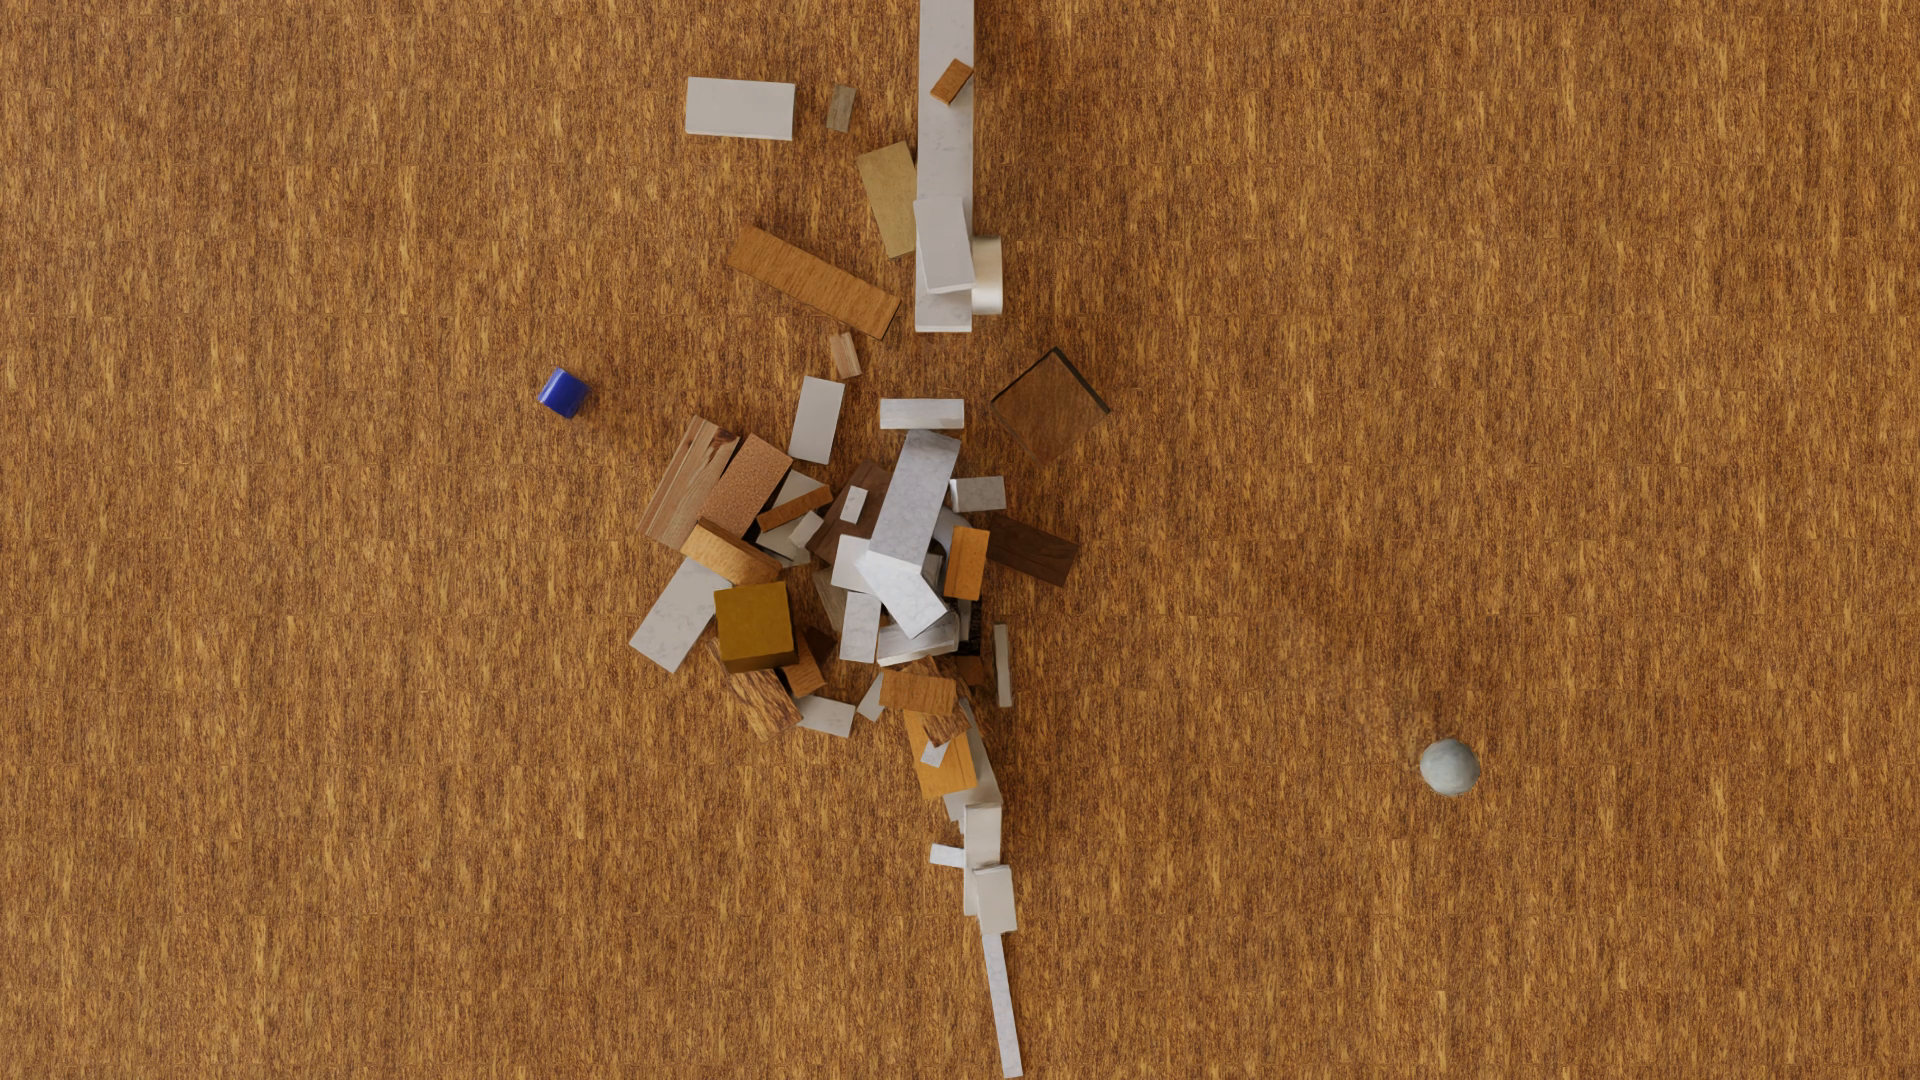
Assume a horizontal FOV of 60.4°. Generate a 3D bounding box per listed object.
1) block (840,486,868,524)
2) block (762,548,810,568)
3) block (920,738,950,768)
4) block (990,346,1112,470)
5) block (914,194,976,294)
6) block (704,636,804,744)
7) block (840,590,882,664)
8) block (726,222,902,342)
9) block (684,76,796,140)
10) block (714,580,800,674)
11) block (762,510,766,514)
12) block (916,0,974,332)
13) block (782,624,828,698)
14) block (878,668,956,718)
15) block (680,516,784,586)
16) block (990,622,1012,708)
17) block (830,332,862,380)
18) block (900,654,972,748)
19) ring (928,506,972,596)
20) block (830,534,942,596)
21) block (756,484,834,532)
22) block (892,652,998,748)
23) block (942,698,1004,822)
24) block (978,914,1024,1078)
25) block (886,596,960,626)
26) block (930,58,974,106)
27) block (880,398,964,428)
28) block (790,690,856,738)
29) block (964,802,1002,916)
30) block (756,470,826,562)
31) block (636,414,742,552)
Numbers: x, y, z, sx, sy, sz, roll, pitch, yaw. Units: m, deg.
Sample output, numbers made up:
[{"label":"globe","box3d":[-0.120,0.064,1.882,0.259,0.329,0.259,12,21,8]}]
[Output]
[{"label":"block","box3d":[-0.348,-0.115,5.417,0.058,0.017,0.117,18,82,7]},{"label":"block","box3d":[-0.575,0.050,5.467,0.151,0.021,0.076,-10,101,-11]},{"label":"block","box3d":[-0.074,0.658,5.266,0.063,0.018,0.126,22,93,-4]},{"label":"block","box3d":[0.289,-0.425,5.363,0.273,0.273,0.273,-40,90,0]},{"label":"block","box3d":[-0.049,-0.930,5.187,0.152,0.043,0.303,-9,76,-2]},{"label":"block","box3d":[-0.681,0.467,5.453,0.154,0.044,0.384,-32,83,0]},{"label":"block","box3d":[-0.325,0.284,5.412,0.114,0.032,0.229,8,99,-1]},{"label":"block","box3d":[-0.484,-0.856,5.479,0.573,0.043,0.152,27,90,0]},{"label":"block","box3d":[-0.727,-1.431,5.475,0.353,0.050,0.176,4,90,0]},{"label":"block","box3d":[-0.655,0.284,5.334,0.230,0.230,0.230,-8,76,-3]},{"label":"block","box3d":[-0.612,-0.023,5.489,0.151,0.021,0.076,36,90,0]},{"label":"block","box3d":[-0.047,-1.270,5.321,0.176,0.050,1.256,0,76,0]},{"label":"block","box3d":[-0.533,0.398,5.444,0.110,0.031,0.220,-29,72,9]},{"label":"block","box3d":[-0.133,0.482,5.201,0.231,0.033,0.116,9,87,-1]},{"label":"block","box3d":[-0.750,0.058,5.409,0.308,0.044,0.154,31,133,-9]},{"label":"block","box3d":[0.135,0.409,5.432,0.038,0.135,0.269,-4,90,-3]},{"label":"block","box3d":[-0.381,-0.612,5.490,0.072,0.021,0.145,-16,90,0]},{"label":"block","box3d":[-0.087,0.511,5.236,0.135,0.038,0.269,-30,88,-3]},{"label":"ring","box3d":[-0.102,0.052,5.389,0.345,0.115,0.345,0,97,4]},{"label":"block","box3d":[-0.237,0.098,5.323,0.336,0.048,0.168,12,94,13]},{"label":"block","box3d":[-0.542,-0.103,5.426,0.257,0.017,0.059,-25,85,-11]},{"label":"block","box3d":[-0.050,0.523,5.394,0.180,0.051,0.404,-29,95,0]},{"label":"block","box3d":[-0.003,0.713,5.360,0.180,0.051,0.360,-19,95,-1]},{"label":"block","box3d":[0.101,1.301,5.491,0.063,0.018,0.982,-9,90,0]},{"label":"block","box3d":[-0.118,0.236,5.375,0.229,0.032,0.114,-2,135,6]},{"label":"block","box3d":[-0.027,-1.482,5.339,0.072,0.021,0.145,33,78,8]},{"label":"block","box3d":[-0.125,-0.416,5.432,0.274,0.137,0.039,0,121,0]},{"label":"block","box3d":[-0.465,0.577,5.484,0.220,0.031,0.110,14,90,0]},{"label":"block","box3d":[0.073,1.045,5.393,0.116,0.033,0.395,-2,110,-8]},{"label":"block","box3d":[-0.554,-0.081,5.449,0.137,0.039,0.274,25,78,-3]},{"label":"block","box3d":[-0.899,-0.187,5.476,0.168,0.048,0.428,27,90,0]}]
